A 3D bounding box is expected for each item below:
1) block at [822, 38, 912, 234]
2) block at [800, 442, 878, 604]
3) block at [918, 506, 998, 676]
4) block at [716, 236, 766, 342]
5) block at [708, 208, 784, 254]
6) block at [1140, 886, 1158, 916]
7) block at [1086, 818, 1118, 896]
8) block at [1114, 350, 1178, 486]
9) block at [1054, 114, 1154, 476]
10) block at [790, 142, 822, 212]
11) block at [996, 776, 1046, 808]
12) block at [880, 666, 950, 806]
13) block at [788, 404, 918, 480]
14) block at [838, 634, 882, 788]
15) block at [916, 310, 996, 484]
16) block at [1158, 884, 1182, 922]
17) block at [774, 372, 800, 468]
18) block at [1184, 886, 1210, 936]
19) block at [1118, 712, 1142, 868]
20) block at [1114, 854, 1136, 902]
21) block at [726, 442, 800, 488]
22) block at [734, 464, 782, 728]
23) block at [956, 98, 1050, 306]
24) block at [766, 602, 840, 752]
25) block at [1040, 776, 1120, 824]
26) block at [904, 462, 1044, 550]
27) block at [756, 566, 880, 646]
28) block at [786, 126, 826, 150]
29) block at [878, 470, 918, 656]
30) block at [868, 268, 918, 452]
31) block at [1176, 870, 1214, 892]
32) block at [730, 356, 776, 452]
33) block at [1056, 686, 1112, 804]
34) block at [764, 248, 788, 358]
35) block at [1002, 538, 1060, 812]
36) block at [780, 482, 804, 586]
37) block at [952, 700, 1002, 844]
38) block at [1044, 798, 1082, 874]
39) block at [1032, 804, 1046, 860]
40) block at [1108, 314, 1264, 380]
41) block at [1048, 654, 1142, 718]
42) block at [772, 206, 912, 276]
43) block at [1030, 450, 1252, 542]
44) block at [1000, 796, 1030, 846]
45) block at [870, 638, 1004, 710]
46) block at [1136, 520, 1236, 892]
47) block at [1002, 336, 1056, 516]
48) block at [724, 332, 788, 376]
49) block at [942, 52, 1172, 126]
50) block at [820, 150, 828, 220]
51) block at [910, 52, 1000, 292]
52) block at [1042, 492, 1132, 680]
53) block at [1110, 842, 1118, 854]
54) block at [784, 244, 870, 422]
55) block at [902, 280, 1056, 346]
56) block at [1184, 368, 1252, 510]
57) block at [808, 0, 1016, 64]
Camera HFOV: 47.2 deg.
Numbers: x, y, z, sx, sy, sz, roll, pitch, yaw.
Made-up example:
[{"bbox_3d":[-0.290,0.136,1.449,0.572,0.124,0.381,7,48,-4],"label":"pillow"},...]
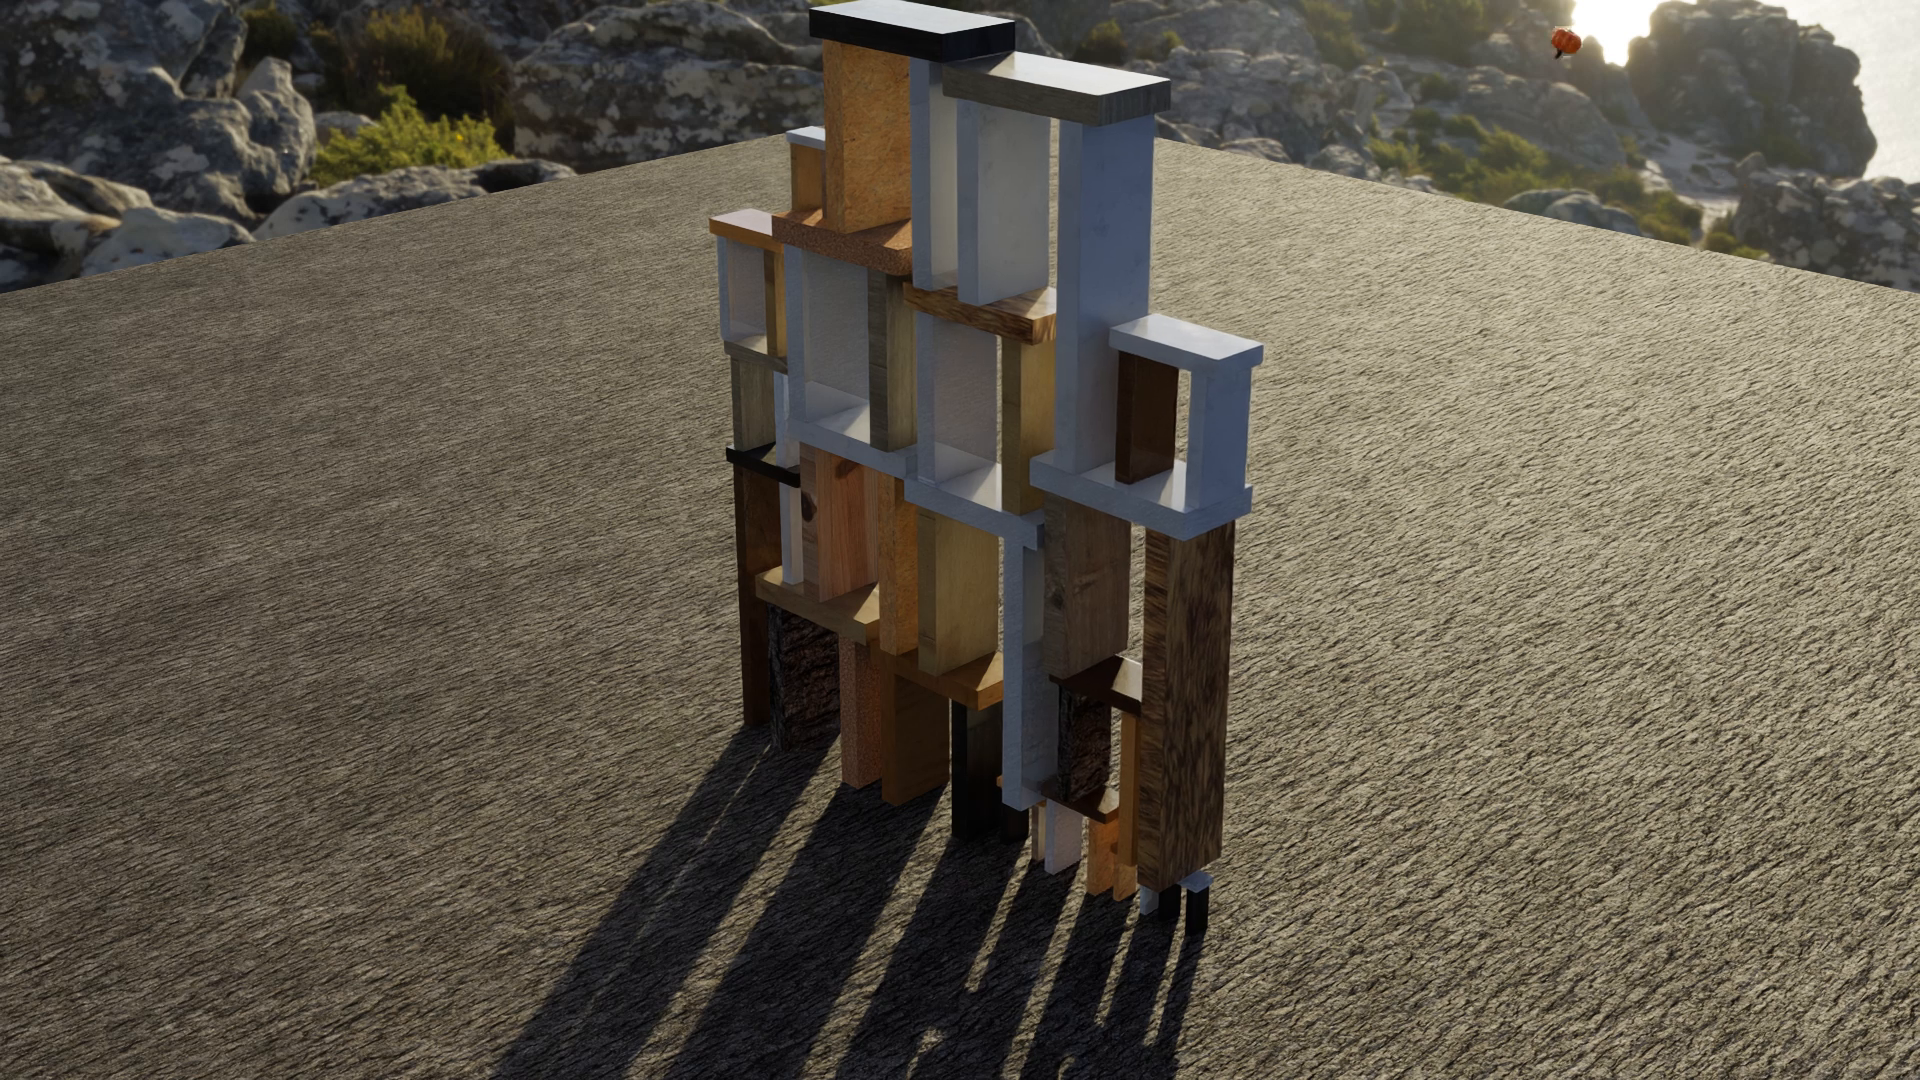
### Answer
[{"bbox_3d":[-0.168,-0.762,4.091,0.176,0.353,0.050,-21,31,-40],"label":"block"},{"bbox_3d":[-0.242,-0.057,4.470,0.048,0.339,0.170,21,31,41],"label":"block"},{"bbox_3d":[-0.003,0.075,4.255,0.049,0.346,0.173,21,31,40],"label":"block"},{"bbox_3d":[-0.439,-0.523,4.482,0.109,0.219,0.031,-21,31,-41],"label":"block"},{"bbox_3d":[-0.388,-0.617,4.386,0.219,0.031,0.109,21,31,40],"label":"block"},{"bbox_3d":[0.358,0.647,4.110,0.014,0.099,0.049,20,30,41],"label":"block"},{"bbox_3d":[0.278,0.586,4.172,0.023,0.162,0.081,21,31,40],"label":"block"},{"bbox_3d":[0.321,-0.223,3.774,0.118,0.236,0.033,-21,32,-40],"label":"block"},{"bbox_3d":[0.246,-0.426,3.767,0.180,0.614,0.051,-21,31,-40],"label":"block"},{"bbox_3d":[-0.295,-0.706,4.241,0.066,0.131,0.019,-21,31,-40],"label":"block"},{"bbox_3d":[0.138,0.481,4.286,0.062,0.018,0.124,-21,31,-40],"label":"block"},{"bbox_3d":[-0.091,0.377,4.484,0.043,0.303,0.152,21,31,41],"label":"block"},{"bbox_3d":[-0.162,-0.204,4.321,0.339,0.048,0.170,21,31,41],"label":"block"},{"bbox_3d":[-0.168,0.329,4.552,0.048,0.339,0.170,21,31,41],"label":"block"},{"bbox_3d":[-0.006,-0.284,4.114,0.165,0.329,0.047,-21,31,-40],"label":"block"},{"bbox_3d":[0.390,0.658,4.085,0.049,0.097,0.014,-21,31,-41],"label":"block"},{"bbox_3d":[-0.328,-0.256,4.467,0.029,0.203,0.101,21,31,40],"label":"block"},{"bbox_3d":[0.436,0.676,4.043,0.049,0.097,0.014,-21,31,-40],"label":"block"},{"bbox_3d":[0.344,0.441,4.039,0.033,0.308,0.118,21,31,40],"label":"block"},{"bbox_3d":[0.311,0.628,4.153,0.049,0.099,0.014,-21,30,-41],"label":"block"},{"bbox_3d":[-0.370,-0.165,4.550,0.221,0.031,0.111,21,31,41],"label":"block"},{"bbox_3d":[-0.423,0.110,4.723,0.031,0.609,0.111,21,31,41],"label":"block"},{"bbox_3d":[0.077,-0.608,3.873,0.180,0.360,0.051,-21,31,-40],"label":"block"},{"bbox_3d":[-0.328,0.266,4.699,0.048,0.339,0.170,21,31,41],"label":"block"},{"bbox_3d":[0.240,0.487,4.169,0.162,0.023,0.081,21,31,39],"label":"block"},{"bbox_3d":[0.077,-0.075,4.103,0.173,0.049,0.346,-21,31,-40],"label":"block"},{"bbox_3d":[-0.248,0.119,4.550,0.339,0.048,0.170,21,31,41],"label":"block"},{"bbox_3d":[-0.263,-0.763,4.184,0.066,0.019,0.131,-21,31,-40],"label":"block"},{"bbox_3d":[-0.082,0.024,4.331,0.048,0.380,0.170,21,31,41],"label":"block"},{"bbox_3d":[-0.091,-0.358,4.169,0.050,0.353,0.176,21,31,41],"label":"block"},{"bbox_3d":[0.413,0.616,4.042,0.049,0.014,0.097,-22,31,-40],"label":"block"},{"bbox_3d":[-0.423,-0.294,4.555,0.029,0.202,0.101,21,31,40],"label":"block"},{"bbox_3d":[0.234,0.364,4.127,0.033,0.236,0.118,19,30,37],"label":"block"},{"bbox_3d":[-0.337,-0.482,4.387,0.109,0.219,0.031,-21,31,-41],"label":"block"},{"bbox_3d":[0.159,0.233,4.145,0.173,0.550,0.049,-21,31,-40],"label":"block"},{"bbox_3d":[-0.318,-0.028,4.551,0.031,0.221,0.111,21,31,41],"label":"block"},{"bbox_3d":[0.052,0.433,4.352,0.043,0.303,0.152,21,31,41],"label":"block"},{"bbox_3d":[0.200,0.557,4.240,0.023,0.162,0.081,22,31,39],"label":"block"},{"bbox_3d":[0.167,0.558,4.287,0.062,0.124,0.018,-21,31,-41],"label":"block"},{"bbox_3d":[0.376,-0.324,3.668,0.118,0.033,0.236,-21,31,-40],"label":"block"},{"bbox_3d":[0.291,0.260,4.028,0.236,0.033,0.118,20,30,39],"label":"block"},{"bbox_3d":[-0.175,-0.576,4.167,0.176,0.050,0.353,-21,31,-41],"label":"block"},{"bbox_3d":[0.313,-0.096,3.841,0.179,0.051,0.358,-21,31,-40],"label":"block"},{"bbox_3d":[0.109,0.535,4.341,0.062,0.124,0.018,-21,31,-41],"label":"block"},{"bbox_3d":[-0.019,0.245,4.351,0.303,0.043,0.152,21,31,41],"label":"block"},{"bbox_3d":[0.401,0.284,3.910,0.179,0.701,0.051,-21,31,-40],"label":"block"},{"bbox_3d":[0.149,-0.224,3.970,0.165,0.329,0.047,-21,31,-40],"label":"block"},{"bbox_3d":[-0.375,-0.381,4.466,0.101,0.029,0.203,-21,31,-41],"label":"block"},{"bbox_3d":[0.160,-0.764,3.714,0.180,0.051,0.360,-21,31,-40],"label":"block"},{"bbox_3d":[-0.233,-0.681,4.184,0.066,0.131,0.019,-21,31,-41],"label":"block"},{"bbox_3d":[-0.007,-0.667,3.946,0.176,0.413,0.050,-21,31,-40],"label":"block"},{"bbox_3d":[0.232,0.057,4.002,0.051,0.358,0.179,21,32,40],"label":"block"},{"bbox_3d":[0.334,0.585,4.110,0.099,0.014,0.050,21,31,40],"label":"block"},{"bbox_3d":[-0.258,-0.423,4.322,0.176,0.353,0.050,-21,31,-41],"label":"block"},{"bbox_3d":[0.070,-0.427,3.967,0.165,0.047,0.329,-21,31,-40],"label":"block"},{"bbox_3d":[0.431,-0.179,3.671,0.118,0.236,0.033,-21,32,-40],"label":"block"},{"bbox_3d":[-0.088,-0.915,3.934,0.176,0.050,0.353,-21,31,-39],"label":"block"}]
